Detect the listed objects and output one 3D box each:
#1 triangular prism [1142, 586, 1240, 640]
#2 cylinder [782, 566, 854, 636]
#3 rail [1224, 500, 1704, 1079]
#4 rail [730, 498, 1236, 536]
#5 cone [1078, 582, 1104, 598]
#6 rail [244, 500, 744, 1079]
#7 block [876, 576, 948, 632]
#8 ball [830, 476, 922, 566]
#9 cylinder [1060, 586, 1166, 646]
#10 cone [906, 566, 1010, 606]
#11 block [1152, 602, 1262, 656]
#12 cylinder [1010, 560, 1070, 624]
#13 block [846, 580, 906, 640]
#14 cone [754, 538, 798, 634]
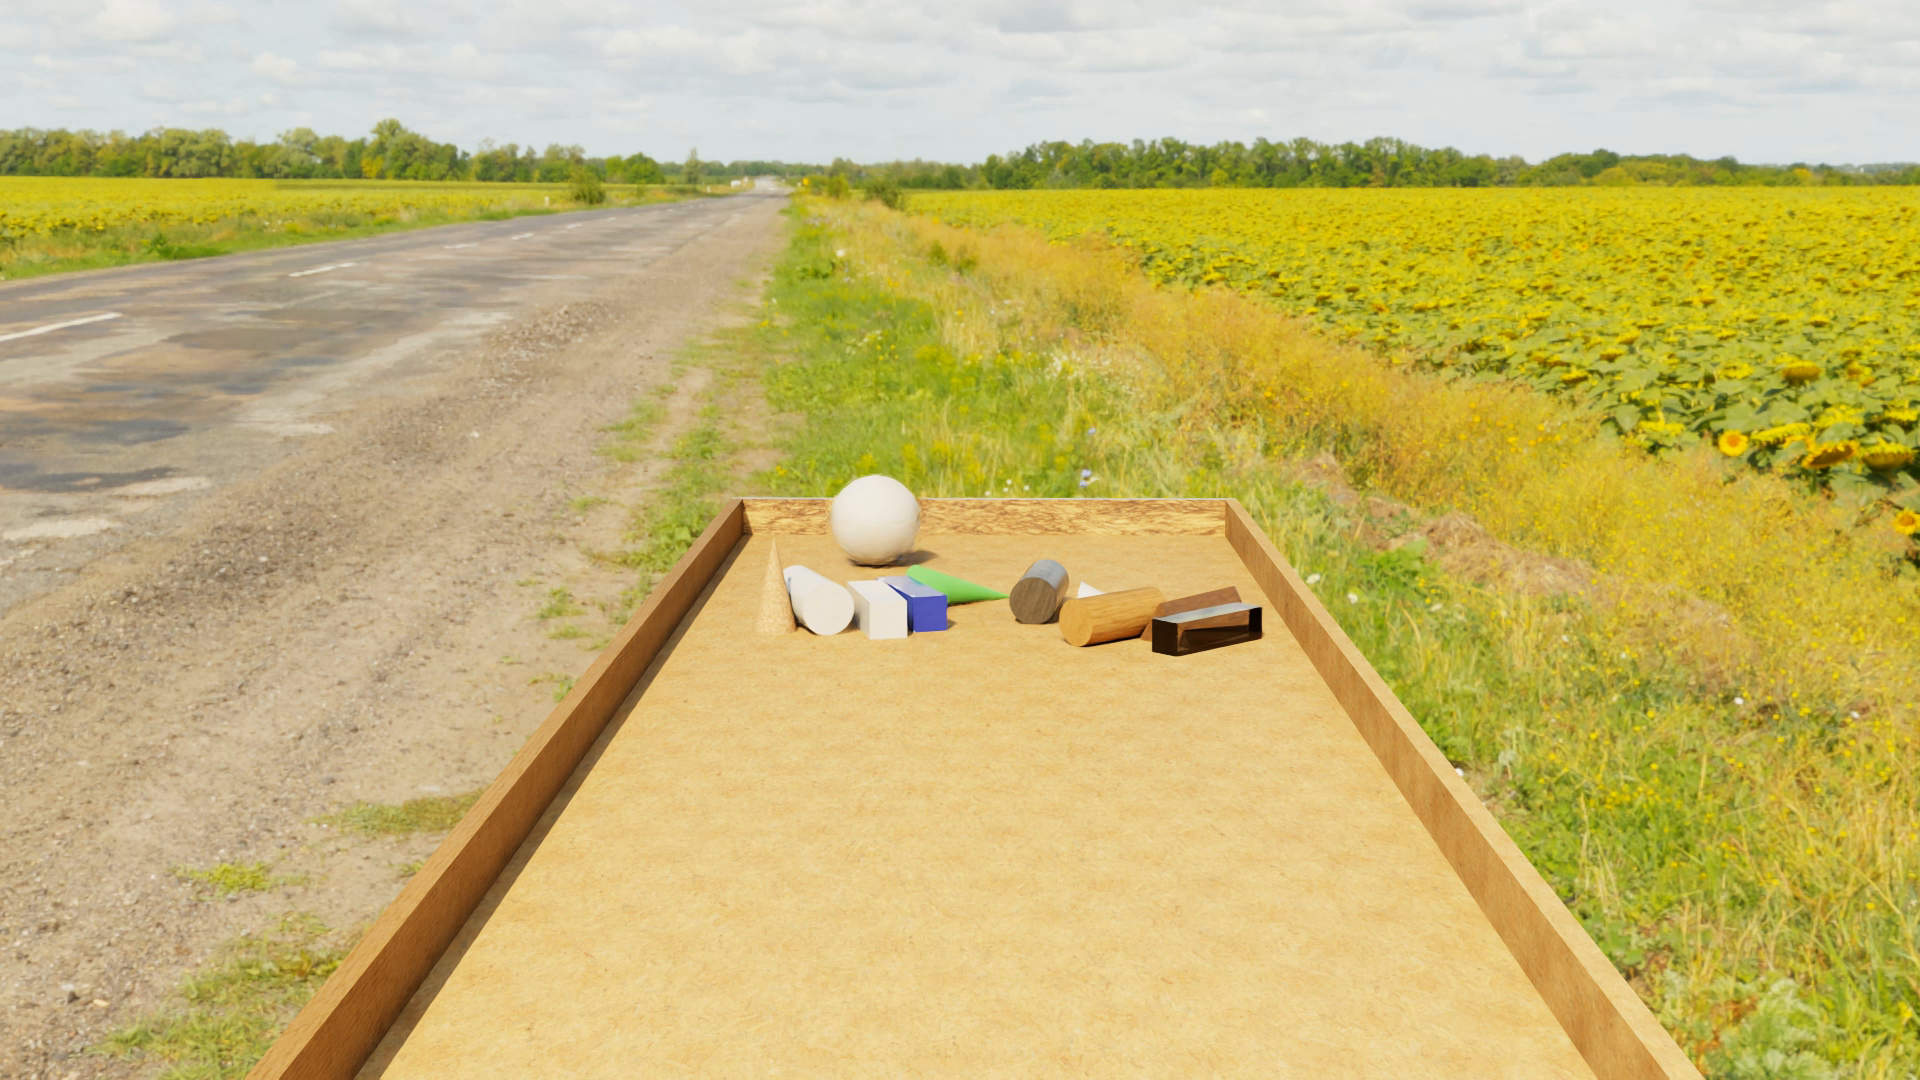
[{"bbox_3d":[0.766,0.237,7.095,0.144,0.125,0.412,8,12,41],"label":"triangular prism"},{"bbox_3d":[-0.485,0.196,7.229,0.172,0.172,0.364,-3,10,-20],"label":"cylinder"},{"bbox_3d":[1.046,0.843,3.208,0.050,0.150,12.000,0,9,1],"label":"rail"},{"bbox_3d":[0.099,-0.098,9.147,2.100,0.150,0.050,0,9,1],"label":"rail"},{"bbox_3d":[0.536,0.247,7.217,0.321,0.150,0.150,14,10,3],"label":"cone"},{"bbox_3d":[-1.004,0.839,3.234,0.050,0.150,12.000,0,9,1],"label":"rail"},{"bbox_3d":[-0.164,0.210,7.311,0.116,0.116,0.400,-3,10,-19],"label":"block"},{"bbox_3d":[-0.321,-0.074,8.378,0.346,0.346,0.346,0,9,0],"label":"ball"},{"bbox_3d":[0.492,0.242,7.003,0.342,0.150,0.150,-8,12,-40],"label":"cylinder"},{"bbox_3d":[0.016,0.182,7.624,0.418,0.152,0.152,6,4,-33],"label":"cone"},{"bbox_3d":[0.779,0.279,6.911,0.405,0.105,0.105,-8,12,-42],"label":"block"},{"bbox_3d":[0.270,0.172,7.416,0.157,0.157,0.373,1,9,9],"label":"cylinder"},{"bbox_3d":[-0.275,0.226,7.197,0.121,0.121,0.388,-2,9,-14],"label":"block"},{"bbox_3d":[-0.601,0.139,7.126,0.143,0.316,0.143,0,9,0],"label":"cone"}]
